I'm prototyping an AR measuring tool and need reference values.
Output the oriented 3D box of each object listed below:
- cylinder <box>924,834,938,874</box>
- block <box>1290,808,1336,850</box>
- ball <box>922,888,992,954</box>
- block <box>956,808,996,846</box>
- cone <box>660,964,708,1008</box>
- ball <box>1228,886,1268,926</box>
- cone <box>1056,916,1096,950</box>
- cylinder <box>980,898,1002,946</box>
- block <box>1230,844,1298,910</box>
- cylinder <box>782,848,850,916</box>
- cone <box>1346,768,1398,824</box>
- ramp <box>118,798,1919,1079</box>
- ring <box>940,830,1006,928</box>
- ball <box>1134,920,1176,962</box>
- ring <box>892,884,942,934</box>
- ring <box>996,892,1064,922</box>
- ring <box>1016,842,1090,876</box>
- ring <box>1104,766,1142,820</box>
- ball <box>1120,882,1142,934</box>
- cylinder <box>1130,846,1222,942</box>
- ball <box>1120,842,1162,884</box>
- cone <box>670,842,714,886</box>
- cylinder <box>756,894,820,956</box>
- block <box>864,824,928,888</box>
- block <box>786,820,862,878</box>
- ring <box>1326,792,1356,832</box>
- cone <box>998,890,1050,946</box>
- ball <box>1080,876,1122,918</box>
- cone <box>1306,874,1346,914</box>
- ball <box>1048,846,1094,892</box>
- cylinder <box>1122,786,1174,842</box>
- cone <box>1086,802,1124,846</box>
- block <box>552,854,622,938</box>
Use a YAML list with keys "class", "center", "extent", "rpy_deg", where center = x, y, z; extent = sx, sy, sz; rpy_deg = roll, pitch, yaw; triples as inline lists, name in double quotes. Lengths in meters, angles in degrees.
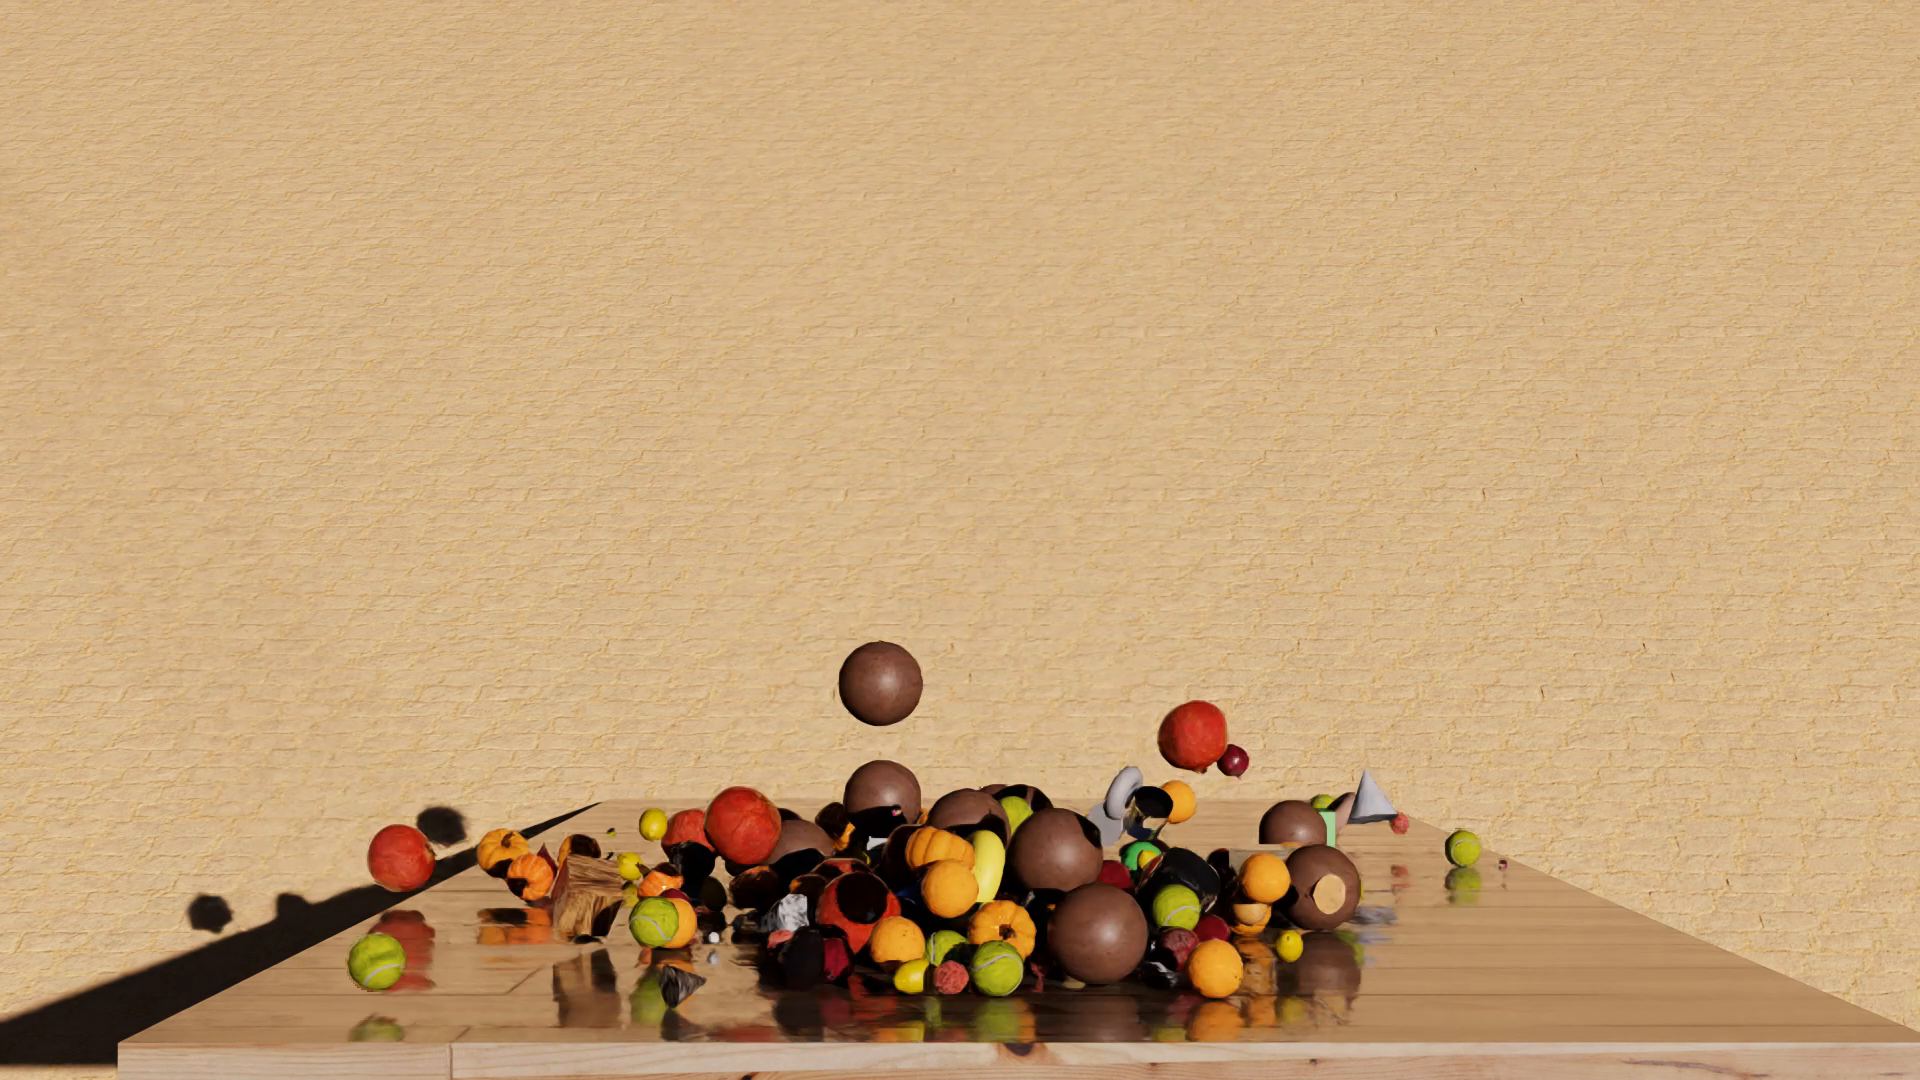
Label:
- class: "cylinder"
  center: [-0.090, 0.574, 4.781]
  extent: [0.080, 0.080, 0.080]
  rpy_deg: [-11, 1, -15]
- class: "block"
  center: [0.722, 0.593, 5.329]
  extent: [0.077, 0.077, 0.077]
  rpy_deg: [0, -2, -7]
- class: "ball"
  center: [-0.004, 0.526, 3.612]
  extent: [0.097, 0.097, 0.097]
  rpy_deg: [0, 35, 0]
- class: "block"
  center: [0.026, 0.489, 4.333]
  extent: [0.058, 0.058, 0.058]
  rpy_deg: [-3, 45, -5]
- class: "cone"
  center: [-0.324, 0.531, 3.111]
  extent: [0.053, 0.053, 0.053]
  rpy_deg: [-3, 32, -33]
- class: "ball"
  center: [0.417, 0.528, 3.749]
  extent: [0.056, 0.056, 0.056]
  rpy_deg: [0, 35, 0]
- class: "cone"
  center: [0.154, 0.555, 3.595]
  extent: [0.052, 0.052, 0.052]
  rpy_deg: [-34, 36, 9]
- class: "cylinder"
  center: [0.007, 0.541, 3.727]
  extent: [0.077, 0.077, 0.077]
  rpy_deg: [-1, 29, 37]
- class: "block"
  center: [0.497, 0.549, 4.244]
  extent: [0.094, 0.094, 0.094]
  rpy_deg: [-1, -2, 19]
- class: "cylinder"
  center: [-0.226, 0.538, 4.090]
  extent: [0.077, 0.077, 0.077]
  rpy_deg: [-21, 41, -27]
- class: "cone"
  center: [0.778, 0.481, 4.941]
  extent: [0.100, 0.100, 0.100]
  rpy_deg: [-5, 74, -7]
- class: "ramp"
  center: [0.078, 0.666, 4.842]
  extent: [2.000, 0.100, 4.000]
  rpy_deg: [0, -2, 0]
- class: "ring"
  center: [0.017, 0.454, 3.477]
  extent: [0.046, 0.138, 0.138]
  rpy_deg: [22, 32, -16]
- class: "ball"
  center: [0.261, 0.537, 3.476]
  extent: [0.056, 0.056, 0.056]
  rpy_deg: [0, 35, 0]
- class: "ring"
  center: [-0.043, 0.550, 3.868]
  extent: [0.116, 0.039, 0.116]
  rpy_deg: [8, 19, -3]
- class: "ring"
  center: [0.104, 0.570, 4.029]
  extent: [0.116, 0.039, 0.116]
  rpy_deg: [2, -2, 0]
- class: "ring"
  center: [0.174, 0.590, 4.801]
  extent: [0.144, 0.048, 0.144]
  rpy_deg: [0, 1, 0]
- class: "ring"
  center: [0.279, 0.433, 4.439]
  extent: [0.033, 0.100, 0.100]
  rpy_deg: [25, 42, 22]
- class: "ball"
  center: [0.272, 0.532, 3.740]
  extent: [0.082, 0.082, 0.082]
  rpy_deg: [0, 35, 0]
- class: "cylinder"
  center: [0.296, 0.486, 3.562]
  extent: [0.091, 0.091, 0.091]
  rpy_deg: [27, 24, -14]
- class: "ball"
  center: [0.319, 0.568, 4.559]
  extent: [0.077, 0.077, 0.077]
  rpy_deg: [0, 35, 0]
- class: "cone"
  center: [-0.482, 0.589, 4.591]
  extent: [0.083, 0.083, 0.083]
  rpy_deg: [4, 25, 6]
- class: "cylinder"
  center: [-0.236, 0.530, 3.574]
  extent: [0.065, 0.065, 0.065]
  rpy_deg: [20, 48, -24]
- class: "block"
  center: [-0.112, 0.552, 4.542]
  extent: [0.099, 0.099, 0.099]
  rpy_deg: [5, -2, 0]
- class: "block"
  center: [-0.246, 0.563, 4.714]
  extent: [0.097, 0.097, 0.097]
  rpy_deg: [2, -3, -42]
- class: "ring"
  center: [0.817, 0.594, 5.624]
  extent: [0.041, 0.122, 0.122]
  rpy_deg: [47, 46, -1]
- class: "cone"
  center: [0.089, 0.483, 3.409]
  extent: [0.070, 0.070, 0.070]
  rpy_deg: [5, 37, -4]
- class: "ball"
  center: [0.203, 0.513, 3.731]
  extent: [0.059, 0.059, 0.059]
  rpy_deg: [0, 35, 0]
- class: "cone"
  center: [0.512, 0.503, 3.714]
  extent: [0.056, 0.056, 0.056]
  rpy_deg: [-22, 9, -28]
- class: "ball"
  center: [0.161, 0.478, 3.776]
  extent: [0.068, 0.068, 0.068]
  rpy_deg: [0, 35, 0]
- class: "cylinder"
  center: [0.243, 0.353, 3.358]
  extent: [0.052, 0.052, 0.052]
  rpy_deg: [10, 47, -11]
- class: "cone"
  center: [0.317, 0.568, 5.220]
  extent: [0.089, 0.089, 0.089]
  rpy_deg: [31, 19, 36]
- class: "block"
  center: [-0.535, 0.510, 3.726]
  extent: [0.078, 0.078, 0.078]
  rpy_deg: [12, 33, -21]
